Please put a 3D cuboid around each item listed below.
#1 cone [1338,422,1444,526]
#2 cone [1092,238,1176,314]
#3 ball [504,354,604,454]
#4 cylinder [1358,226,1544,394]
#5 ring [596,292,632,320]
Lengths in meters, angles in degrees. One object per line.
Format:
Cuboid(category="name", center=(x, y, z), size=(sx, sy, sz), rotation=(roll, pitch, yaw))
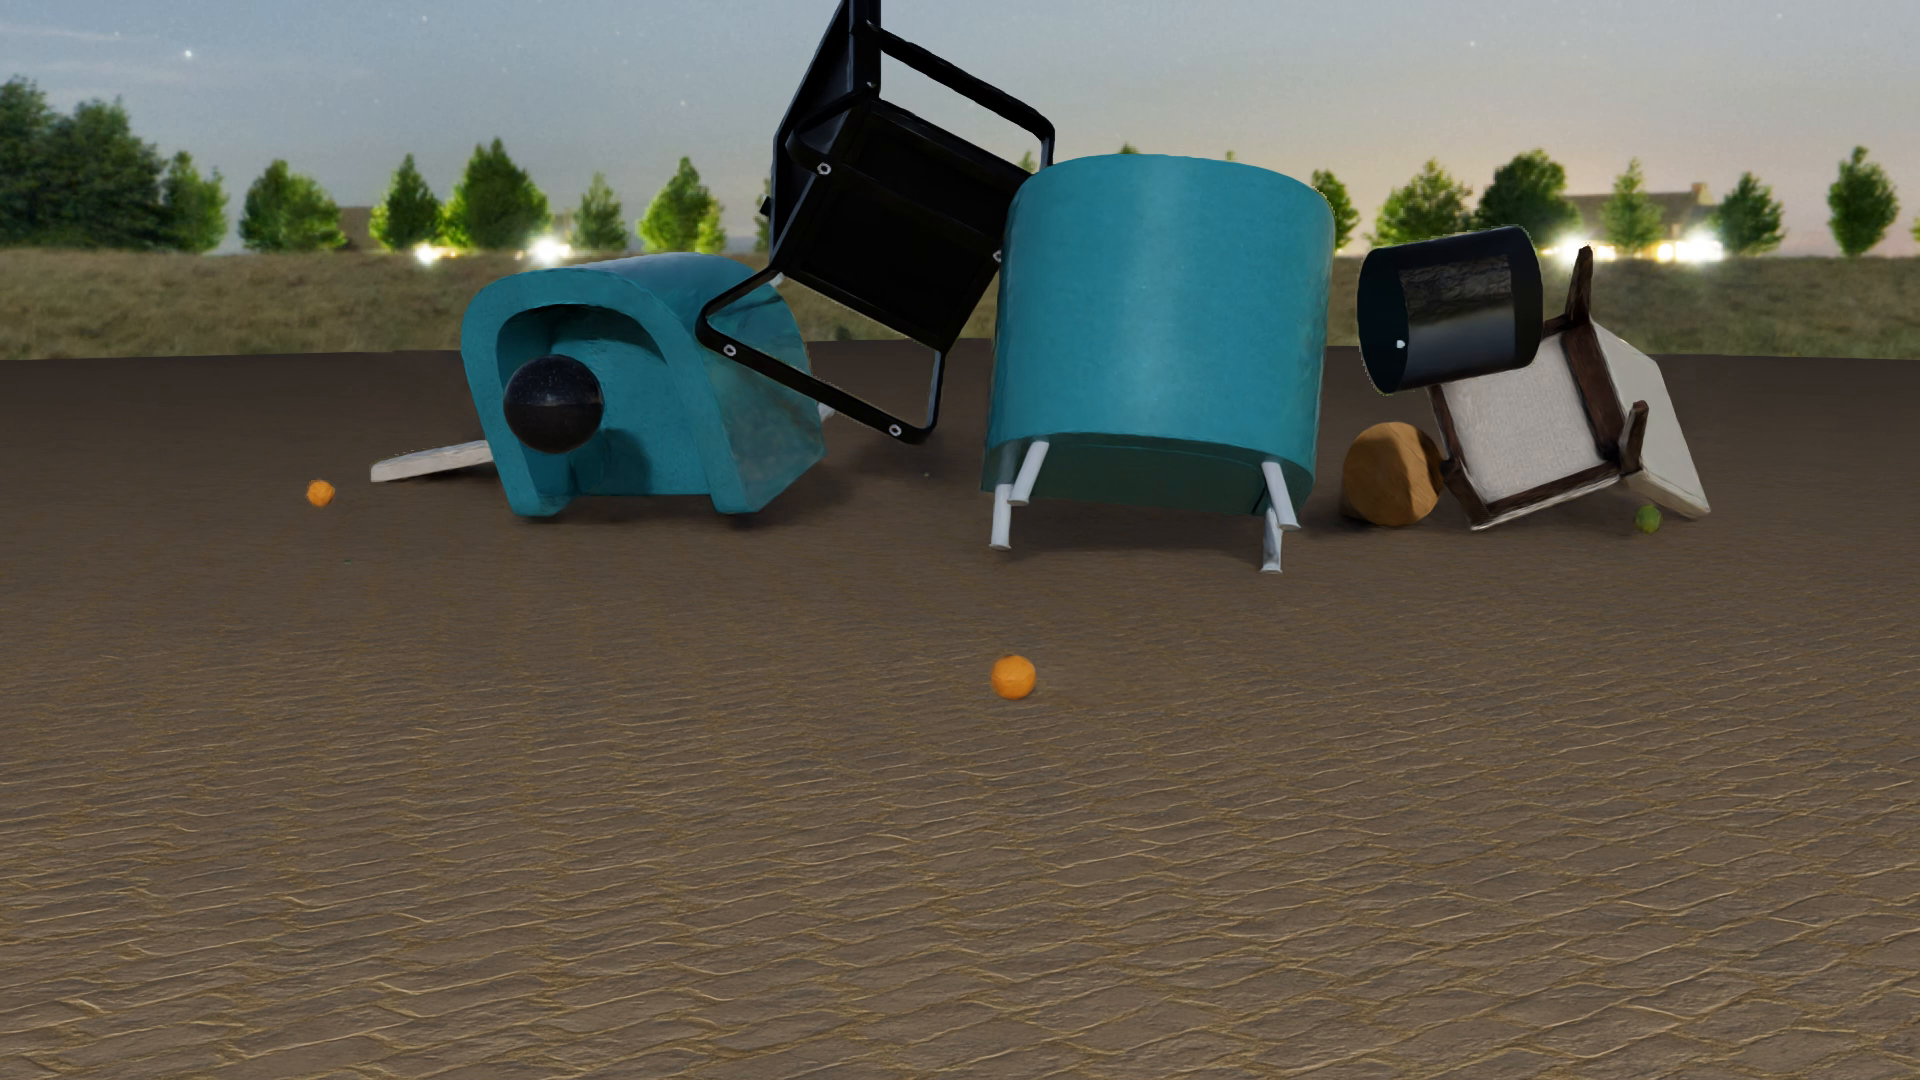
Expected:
Cuboid(category="cone", center=(1.099, -0.124, 6.954), size=(0.320, 0.276, 0.348), rotation=(-42, -1, -25))
Cuboid(category="cone", center=(0.455, -0.821, 7.463), size=(0.280, 0.239, 0.209), rotation=(-23, 49, -15))
Cuboid(category="ball", center=(-0.950, -0.318, 6.005), size=(0.236, 0.236, 0.236), rotation=(0, 6, 0))
Cuboid(category="cylinder", center=(0.968, -0.456, 5.070), size=(0.308, 0.289, 0.191), rotation=(-11, 18, -20))
Cuboid(category="ring", center=(-0.973, -0.658, 7.219), size=(0.105, 0.051, 0.220), rotation=(-9, -3, -5))
